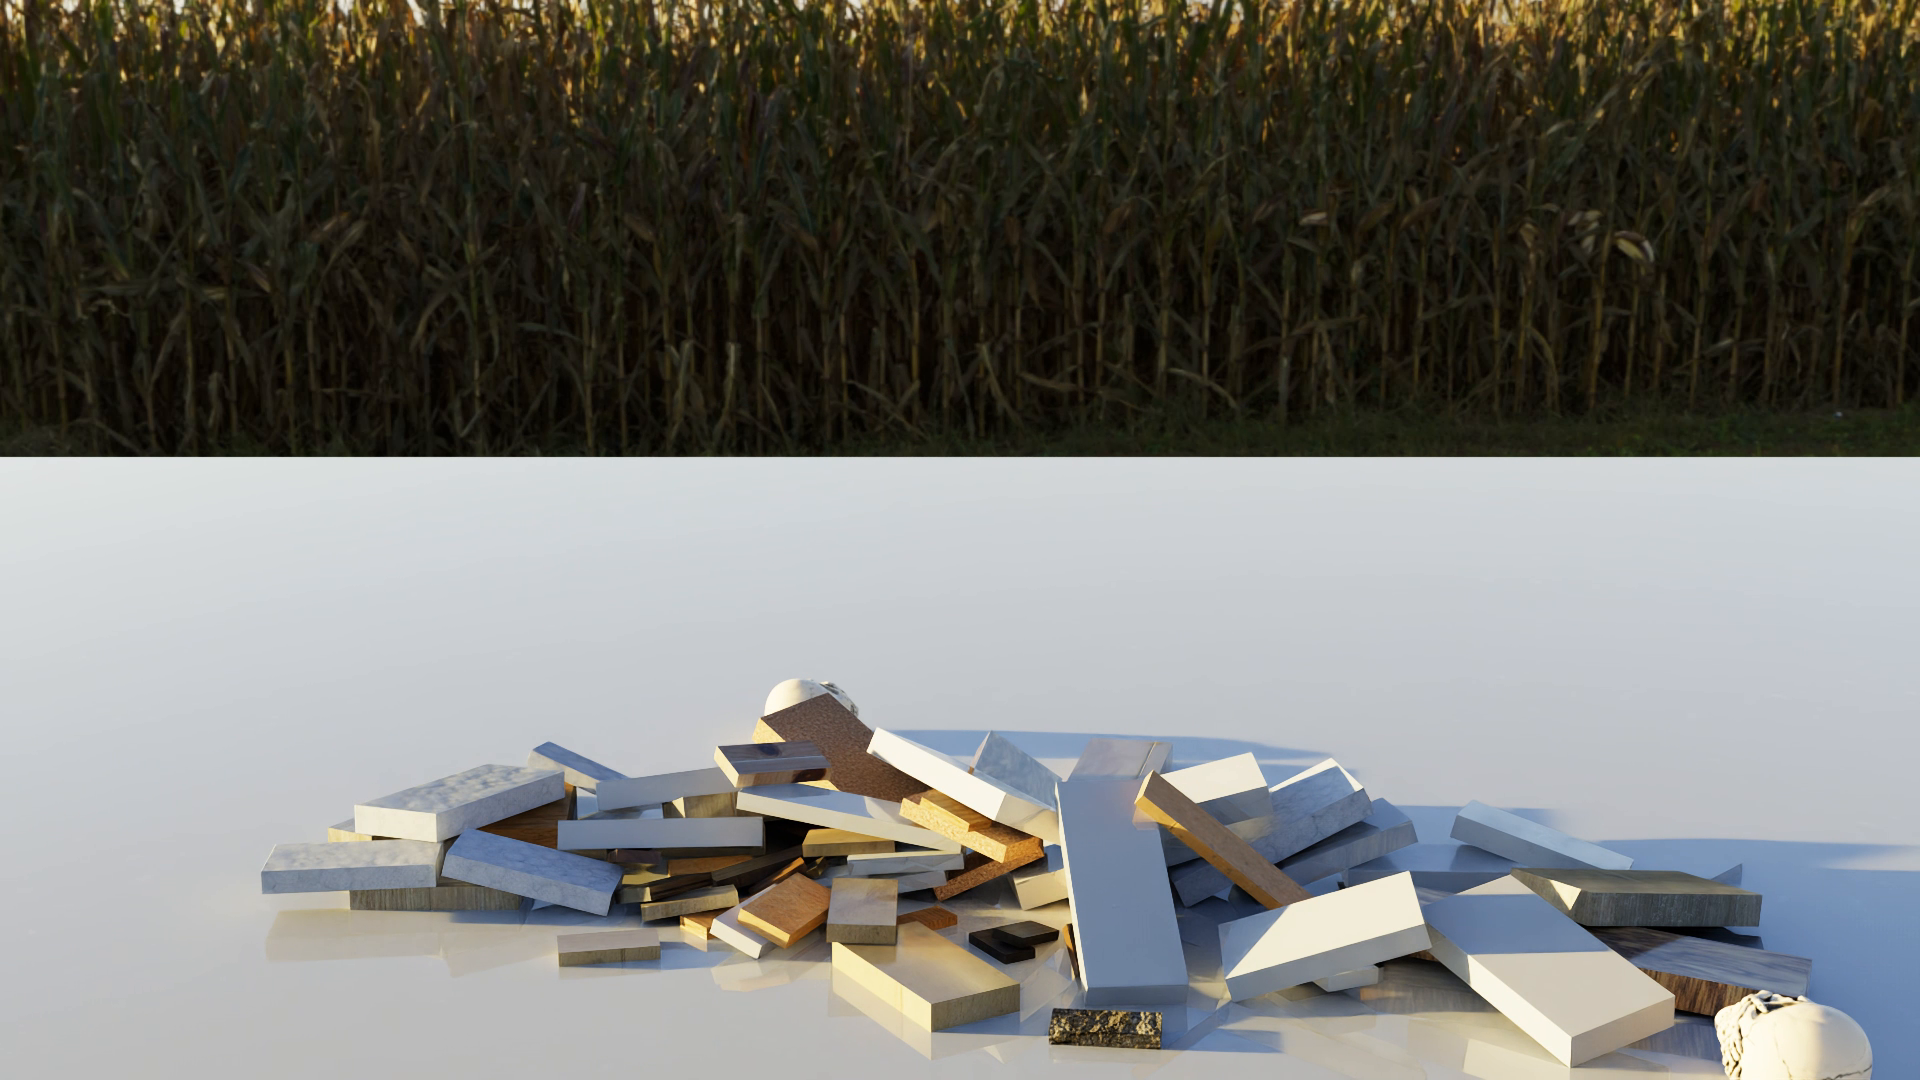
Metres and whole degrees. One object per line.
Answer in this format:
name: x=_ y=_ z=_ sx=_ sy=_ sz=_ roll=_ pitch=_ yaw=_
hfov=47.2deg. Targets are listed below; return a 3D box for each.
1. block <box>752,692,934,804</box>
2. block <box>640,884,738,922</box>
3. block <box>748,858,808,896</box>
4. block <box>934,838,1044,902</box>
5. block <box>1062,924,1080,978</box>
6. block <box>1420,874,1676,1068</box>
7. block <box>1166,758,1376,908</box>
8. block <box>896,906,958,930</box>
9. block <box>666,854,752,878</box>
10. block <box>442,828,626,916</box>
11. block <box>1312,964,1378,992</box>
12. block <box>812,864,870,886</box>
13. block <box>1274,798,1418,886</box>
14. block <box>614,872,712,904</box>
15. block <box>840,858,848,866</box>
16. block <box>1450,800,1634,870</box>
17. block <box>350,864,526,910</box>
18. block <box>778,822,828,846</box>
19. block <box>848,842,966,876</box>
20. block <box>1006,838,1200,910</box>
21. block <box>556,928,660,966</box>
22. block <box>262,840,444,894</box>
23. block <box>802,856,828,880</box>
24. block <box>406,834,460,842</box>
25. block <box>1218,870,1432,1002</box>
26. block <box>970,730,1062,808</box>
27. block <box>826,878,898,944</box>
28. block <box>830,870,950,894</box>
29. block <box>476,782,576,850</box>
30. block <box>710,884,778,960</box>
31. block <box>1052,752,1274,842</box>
block: x=-0.184 y=0.415 z=3.892 sx=0.353 sy=0.050 sz=0.176 roll=39 pitch=35 yaw=27
block: x=-0.438 y=0.586 z=3.553 sx=0.154 sy=0.022 sz=0.077 roll=-8 pitch=2 yaw=-10
block: x=-0.301 y=0.561 z=3.637 sx=0.103 sy=0.015 sz=0.051 roll=-30 pitch=7 yaw=-9
block: x=0.048 y=0.537 z=3.665 sx=0.190 sy=0.027 sz=0.095 roll=-24 pitch=9 yaw=6
block: x=0.240 y=0.615 z=3.341 sx=0.155 sy=0.077 sz=0.022 roll=-4 pitch=-32 yaw=-18
block: x=0.831 y=0.612 z=3.158 sx=0.179 sy=0.051 sz=0.358 roll=-15 pitch=26 yaw=-21
block: x=0.503 y=0.488 z=3.685 sx=0.349 sy=0.049 sz=0.175 roll=-26 pitch=13 yaw=-3
block: x=-0.064 y=0.611 z=3.515 sx=0.109 sy=0.015 sz=0.054 roll=-8 pitch=13 yaw=-36
block: x=-0.424 y=0.563 z=3.755 sx=0.146 sy=0.021 sz=0.073 roll=-2 pitch=11 yaw=-12
block: x=-0.699 y=0.545 z=3.620 sx=0.275 sy=0.039 sz=0.137 roll=14 pitch=10 yaw=-2
block: x=0.540 y=0.625 z=3.282 sx=0.085 sy=0.024 sz=0.171 roll=-4 pitch=13 yaw=-23
block: x=-0.202 y=0.557 z=3.651 sx=0.103 sy=0.015 sz=0.051 roll=-10 pitch=10 yaw=5
block: x=0.608 y=0.518 z=3.690 sx=0.285 sy=0.040 sz=0.143 roll=-20 pitch=11 yaw=-5
block: x=-0.486 y=0.571 z=3.611 sx=0.077 sy=0.022 sz=0.154 roll=-11 pitch=-4 yaw=33
block: x=-0.123 y=0.553 z=3.806 sx=0.153 sy=0.022 sz=0.077 roll=-3 pitch=11 yaw=-18
block: x=0.982 y=0.520 z=3.710 sx=0.285 sy=0.040 sz=0.143 roll=20 pitch=11 yaw=21
block: x=-0.859 y=0.573 z=3.656 sx=0.275 sy=0.039 sz=0.137 roll=0 pitch=11 yaw=0
block: x=-0.242 y=0.513 z=3.909 sx=0.149 sy=0.021 sz=0.075 roll=-10 pitch=14 yaw=-40
block: x=-0.086 y=0.522 z=3.645 sx=0.190 sy=0.027 sz=0.095 roll=-4 pitch=11 yaw=4
block: x=0.251 y=0.518 z=3.683 sx=0.349 sy=0.049 sz=0.175 roll=-16 pitch=12 yaw=-5
block: x=-0.543 y=0.629 z=3.398 sx=0.154 sy=0.022 sz=0.077 roll=-2 pitch=11 yaw=-12
block: x=-1.000 y=0.537 z=3.632 sx=0.275 sy=0.039 sz=0.137 roll=-1 pitch=11 yaw=-7
block: x=-0.271 y=0.560 z=3.648 sx=0.103 sy=0.015 sz=0.051 roll=-28 pitch=6 yaw=18
block: x=-0.998 y=0.530 z=3.916 sx=0.101 sy=0.029 sz=0.203 roll=8 pitch=13 yaw=36
block: x=0.535 y=0.585 z=3.247 sx=0.298 sy=0.042 sz=0.149 roll=-18 pitch=20 yaw=9
block: x=0.094 y=0.456 z=4.033 sx=0.165 sy=0.047 sz=0.329 roll=34 pitch=13 yaw=0
block: x=-0.150 y=0.576 z=3.423 sx=0.104 sy=0.029 sz=0.208 roll=2 pitch=10 yaw=-1
block: x=-0.115 y=0.560 z=3.656 sx=0.190 sy=0.027 sz=0.095 roll=-10 pitch=10 yaw=5
block: x=-0.798 y=0.499 z=4.026 sx=0.171 sy=0.048 sz=0.342 roll=-1 pitch=11 yaw=-7
block: x=-0.306 y=0.600 z=3.467 sx=0.090 sy=0.026 sz=0.181 roll=25 pitch=20 yaw=21
block: x=0.335 y=0.447 z=3.669 sx=0.349 sy=0.049 sz=0.175 roll=-14 pitch=12 yaw=2
